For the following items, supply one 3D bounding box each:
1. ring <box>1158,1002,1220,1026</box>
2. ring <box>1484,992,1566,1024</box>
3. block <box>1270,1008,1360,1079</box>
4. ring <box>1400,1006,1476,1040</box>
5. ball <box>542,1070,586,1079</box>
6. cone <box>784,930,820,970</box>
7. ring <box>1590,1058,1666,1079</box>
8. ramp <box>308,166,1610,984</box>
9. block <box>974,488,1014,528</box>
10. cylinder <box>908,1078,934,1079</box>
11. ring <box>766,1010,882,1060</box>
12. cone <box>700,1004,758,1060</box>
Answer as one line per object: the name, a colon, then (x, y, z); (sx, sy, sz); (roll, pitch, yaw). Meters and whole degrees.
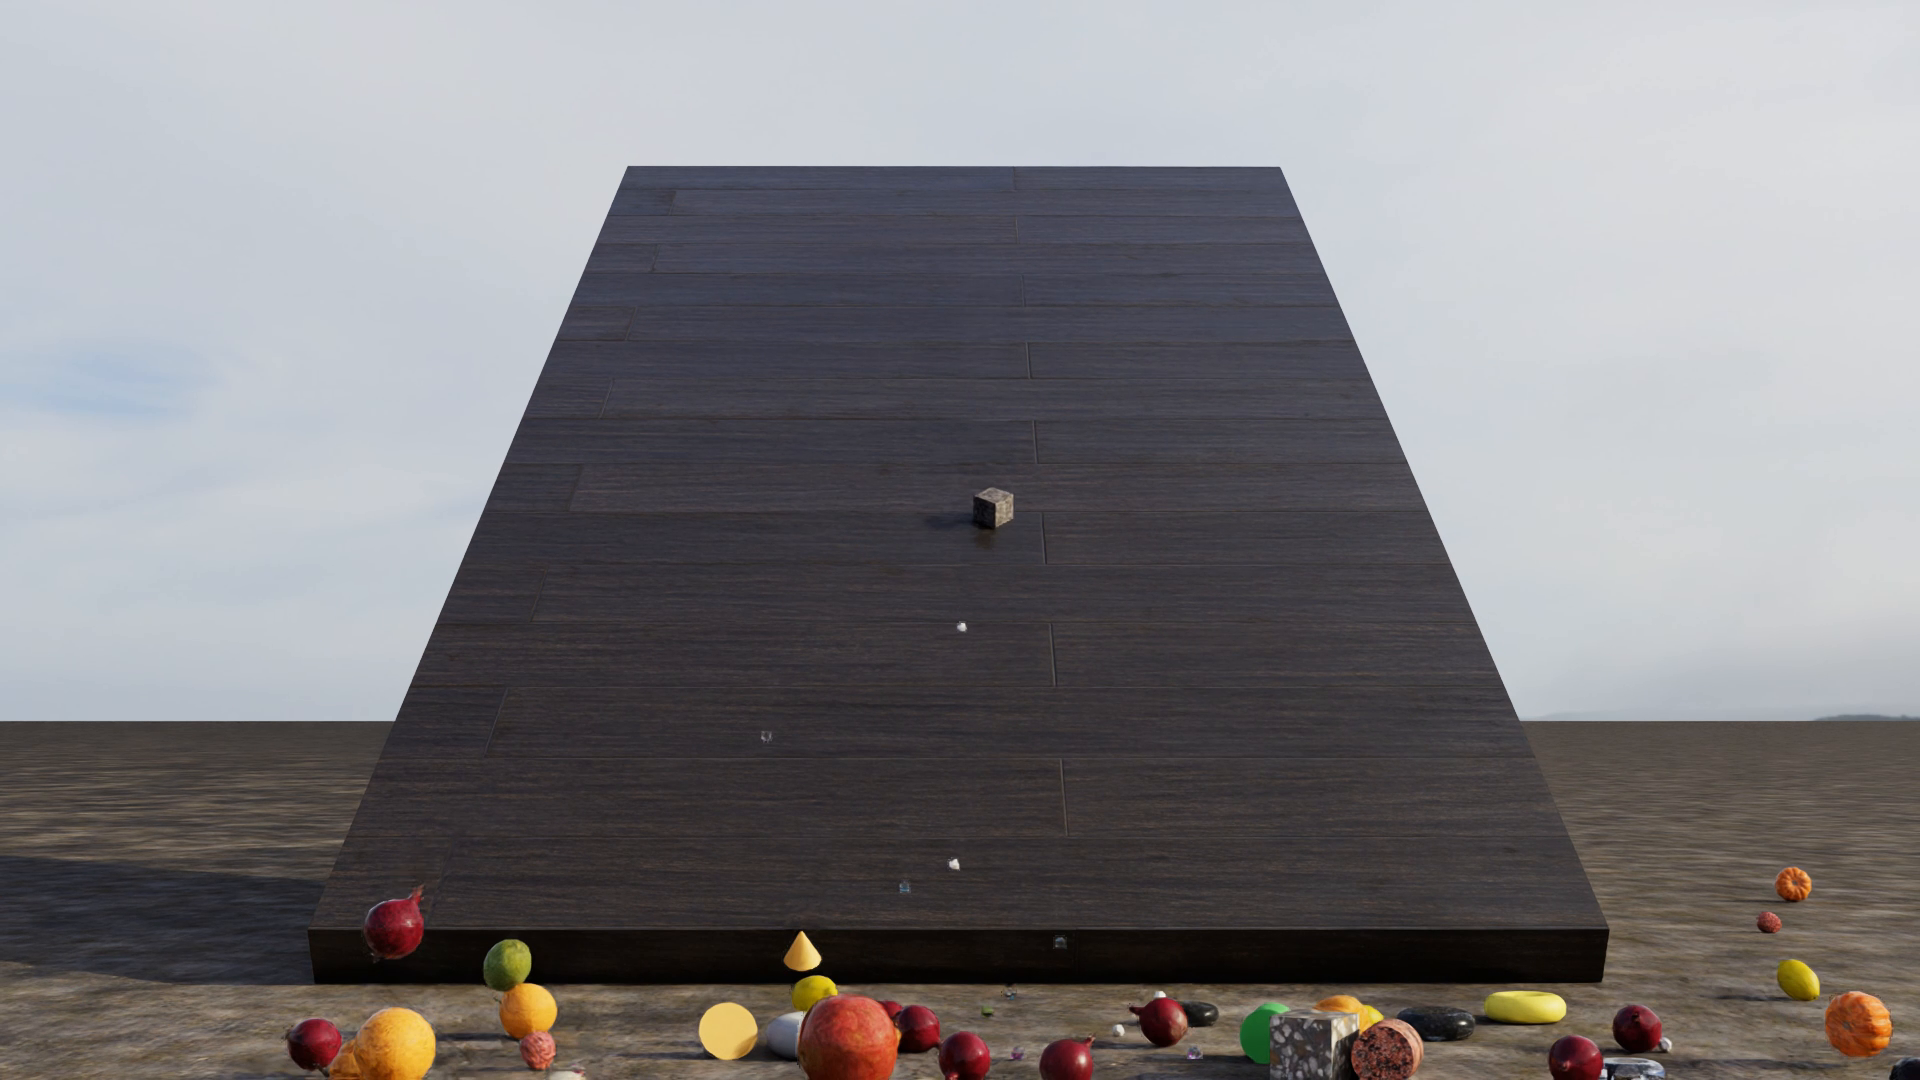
ring: (0.307, 0.639, 3.172); (0.083, 0.028, 0.083); (1, -5, 0)
ring: (0.769, 0.637, 3.206); (0.110, 0.037, 0.110); (0, -6, 0)
block: (0.403, 0.577, 2.673); (0.076, 0.076, 0.076); (-3, -5, 33)
ring: (0.615, 0.626, 3.048); (0.102, 0.034, 0.102); (-1, -3, 0)
ball: (-0.393, 0.558, 2.330); (0.064, 0.064, 0.064); (0, -4, 0)
cone: (-0.238, 0.608, 3.537); (0.056, 0.056, 0.056); (0, 28, 0)
ring: (0.752, 0.600, 2.652); (0.082, 0.027, 0.082); (0, -5, 0)
ramp: (-0.010, -0.229, 5.436); (2.000, 0.100, 4.000); (0, 26, 0)
block: (0.070, -0.067, 4.922); (0.058, 0.058, 0.058); (21, 32, 36)
cylinder: (-0.061, 0.544, 2.207); (0.074, 0.074, 0.074); (1, -4, -19)
ring: (-0.167, 0.608, 2.894); (0.144, 0.048, 0.144); (-1, -4, 0)
cone: (-0.291, 0.615, 2.891); (0.072, 0.072, 0.072); (1, -31, -17)
